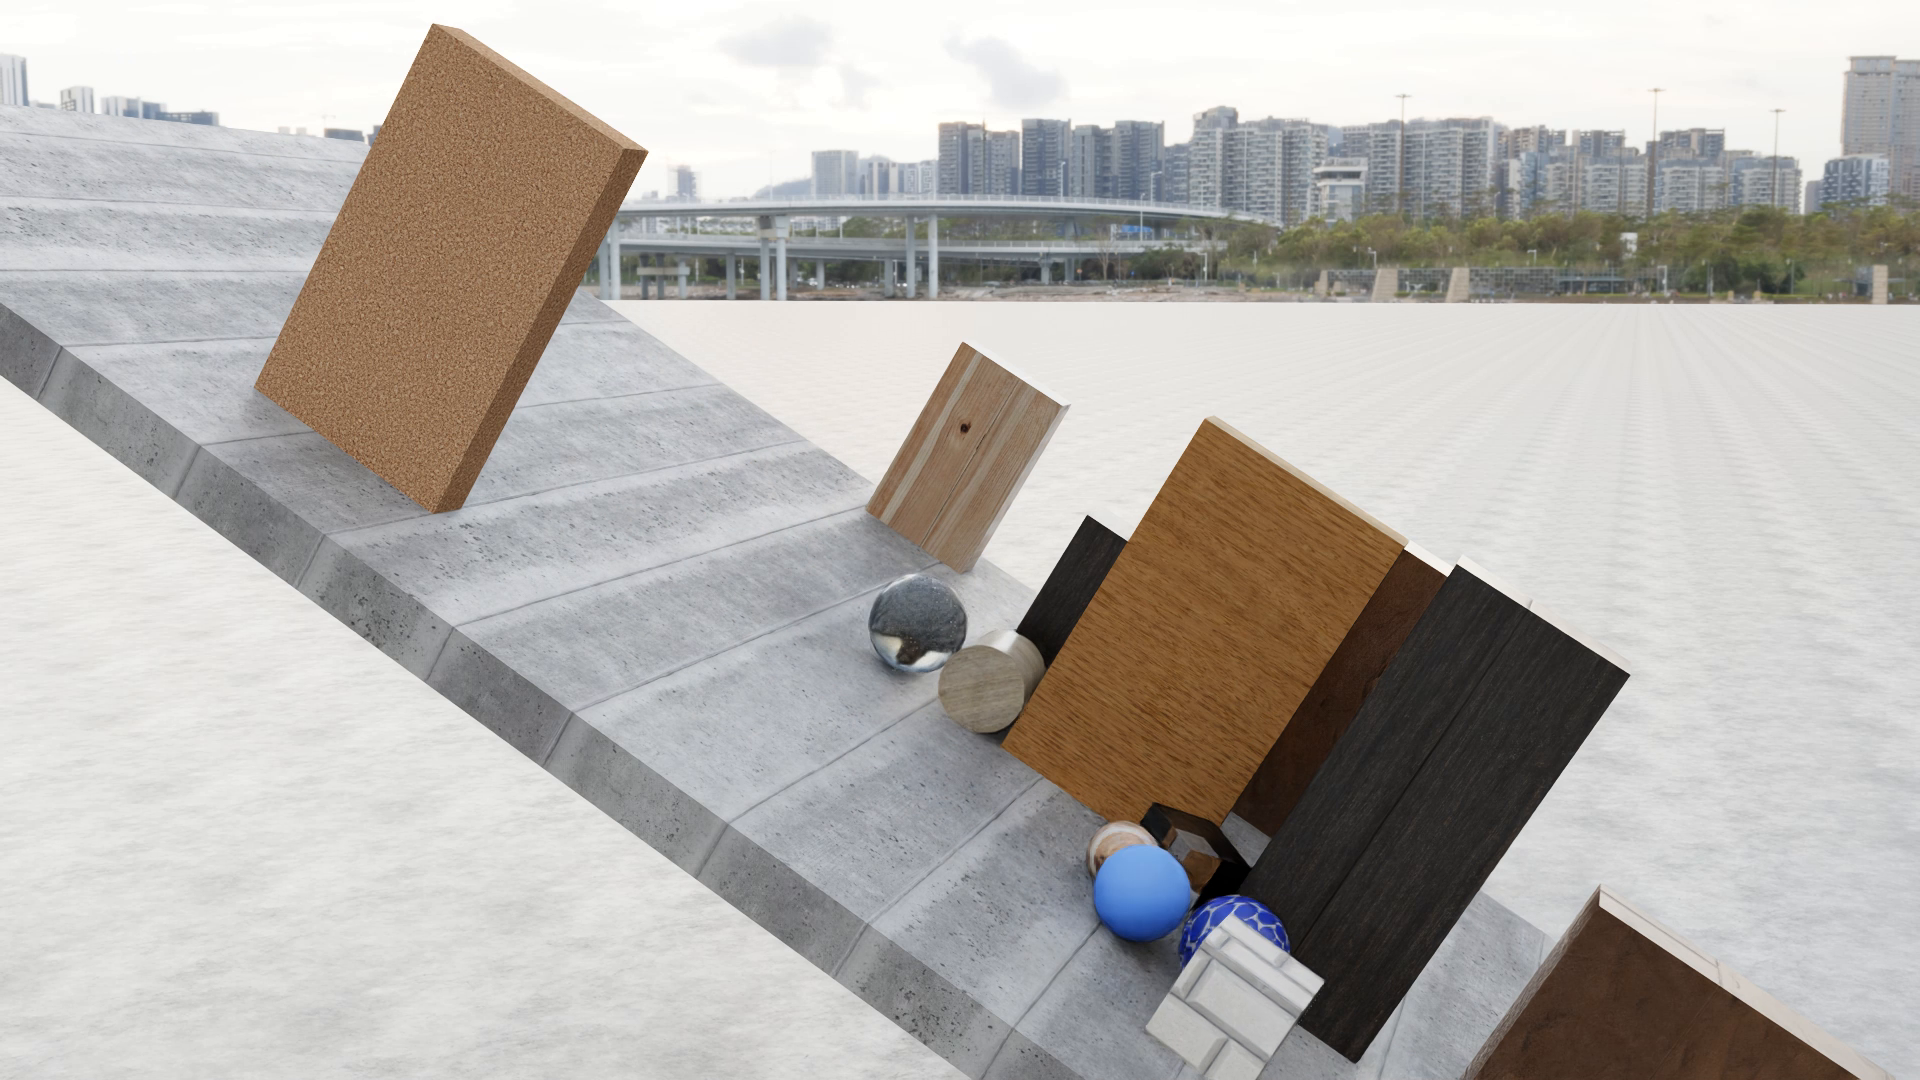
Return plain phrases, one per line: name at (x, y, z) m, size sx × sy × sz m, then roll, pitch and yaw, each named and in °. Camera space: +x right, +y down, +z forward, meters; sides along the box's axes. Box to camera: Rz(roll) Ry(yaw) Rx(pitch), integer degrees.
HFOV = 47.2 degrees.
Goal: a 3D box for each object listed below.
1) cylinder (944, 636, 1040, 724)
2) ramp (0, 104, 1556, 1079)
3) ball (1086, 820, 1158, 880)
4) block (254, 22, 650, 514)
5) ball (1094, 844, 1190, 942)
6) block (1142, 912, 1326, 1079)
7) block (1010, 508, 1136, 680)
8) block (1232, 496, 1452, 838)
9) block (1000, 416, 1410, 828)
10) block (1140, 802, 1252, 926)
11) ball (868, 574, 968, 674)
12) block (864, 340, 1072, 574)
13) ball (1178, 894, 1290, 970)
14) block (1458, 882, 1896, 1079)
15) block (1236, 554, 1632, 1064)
cylinder at (0.060, 0.259, 4.052) m, size 0.162 × 0.162 × 0.162 m, roll 1°, pitch -5°, yaw 7°
ramp at (-0.160, 0.265, 4.116) m, size 4.000 × 0.100 × 2.000 m, roll 34°, pitch 15°, yaw 11°
ball at (0.271, 0.529, 3.657) m, size 0.123 × 0.123 × 0.123 m, roll 0°, pitch 7°, yaw 0°
block at (-0.829, -0.433, 3.555) m, size 0.385 × 0.678 × 0.089 m, roll 34°, pitch 15°, yaw 11°
ball at (0.291, 0.565, 3.517) m, size 0.155 × 0.155 × 0.155 m, roll 0°, pitch 7°, yaw 0°
block at (0.411, 0.696, 3.287) m, size 0.172 × 0.172 × 0.172 m, roll 35°, pitch 15°, yaw 15°
block at (0.310, 0.215, 4.202) m, size 0.375 × 0.407 × 0.137 m, roll 34°, pitch 15°, yaw 11°
block at (0.732, 0.281, 4.372) m, size 0.383 × 0.632 × 0.136 m, roll 34°, pitch 15°, yaw 11°
block at (0.430, 0.189, 3.927) m, size 0.408 × 0.710 × 0.092 m, roll 34°, pitch 15°, yaw 11°
block at (0.375, 0.557, 3.737) m, size 0.140 × 0.140 × 0.140 m, roll 21°, pitch 17°, yaw -32°
ball at (-0.077, 0.155, 4.067) m, size 0.185 × 0.185 × 0.185 m, roll 0°, pitch 7°, yaw 0°
block at (0.016, -0.184, 4.864) m, size 0.264 × 0.441 × 0.086 m, roll 34°, pitch 15°, yaw 11°
ball at (0.434, 0.650, 3.477) m, size 0.175 × 0.175 × 0.175 m, roll 0°, pitch 7°, yaw 0°
block at (0.881, 0.833, 2.943) m, size 0.443 × 0.588 × 0.117 m, roll 34°, pitch 15°, yaw 11°
block at (0.726, 0.438, 3.558) m, size 0.312 × 0.778 × 0.118 m, roll 34°, pitch 15°, yaw 11°
